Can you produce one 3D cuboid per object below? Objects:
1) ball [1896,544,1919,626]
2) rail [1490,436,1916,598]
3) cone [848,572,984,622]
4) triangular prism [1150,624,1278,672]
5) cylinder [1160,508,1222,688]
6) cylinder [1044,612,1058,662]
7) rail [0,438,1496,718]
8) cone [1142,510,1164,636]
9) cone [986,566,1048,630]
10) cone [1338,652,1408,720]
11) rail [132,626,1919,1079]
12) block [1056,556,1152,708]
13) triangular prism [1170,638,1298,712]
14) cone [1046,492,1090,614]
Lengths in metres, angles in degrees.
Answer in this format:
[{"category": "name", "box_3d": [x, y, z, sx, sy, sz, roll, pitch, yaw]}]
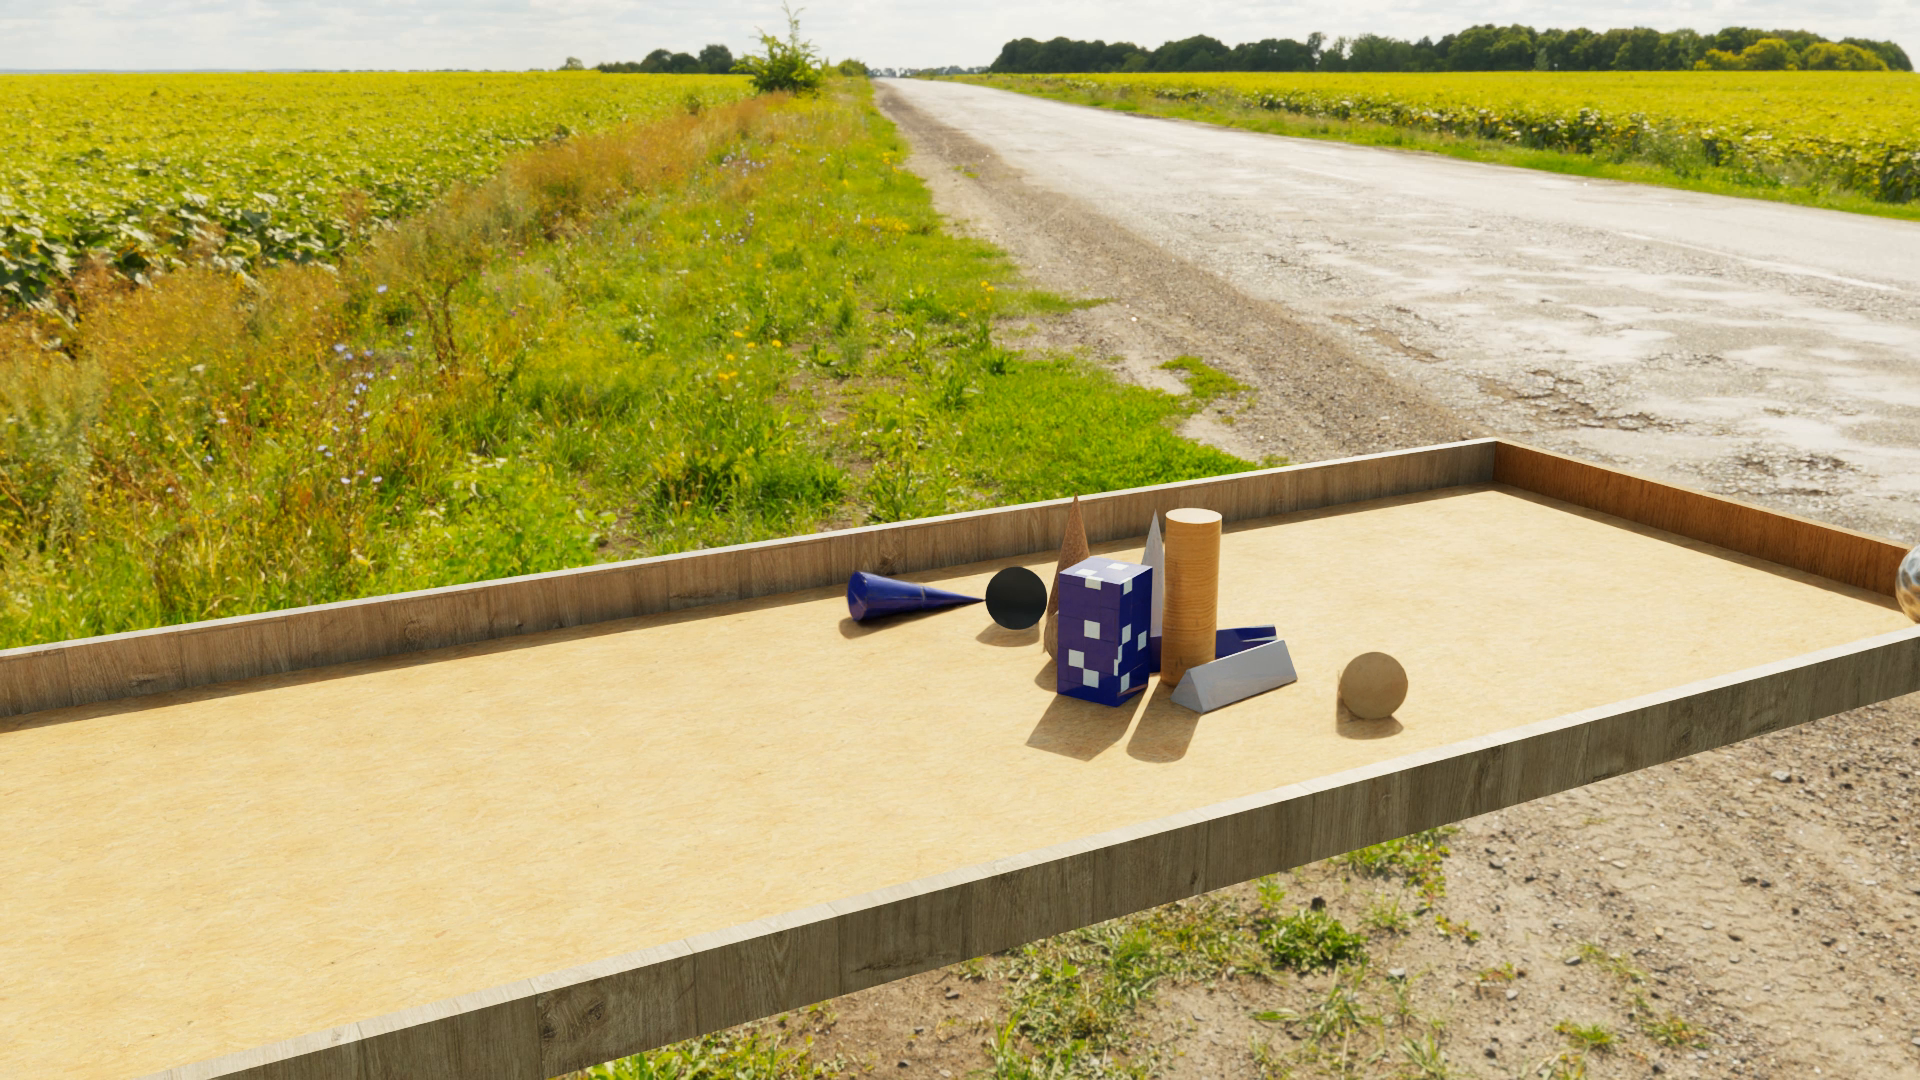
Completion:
[{"category": "ball", "box_3d": [2.682, 0.123, 4.452, 0.274, 0.274, 0.274, 0, 16, 0]}, {"category": "rail", "box_3d": [2.466, -0.048, 5.253, 0.050, 0.150, 2.100, -9, 18, -27]}, {"category": "cone", "box_3d": [-0.102, 0.166, 4.670, 0.411, 0.138, 0.138, 3, 14, -26]}, {"category": "triangular prism", "box_3d": [0.618, 0.275, 4.271, 0.426, 0.080, 0.092, -5, 17, -15]}, {"category": "cylinder", "box_3d": [0.572, 0.147, 4.093, 0.136, 0.430, 0.136, 0, 16, 0]}, {"category": "cylinder", "box_3d": [0.344, 0.211, 4.352, 0.160, 0.160, 0.328, 6, 17, 19]}, {"category": "rail", "box_3d": [-3.305, 0.497, 3.399, 12.000, 0.150, 0.050, -9, 18, -27]}, {"category": "cone", "box_3d": [0.510, 0.098, 4.350, 0.164, 0.379, 0.164, 0, 16, 0]}, {"category": "cone", "box_3d": [0.192, 0.153, 4.683, 0.174, 0.174, 0.354, 4, 3, 12]}, {"category": "cone", "box_3d": [0.976, 0.336, 4.071, 0.161, 0.161, 0.335, 0, 3, -1]}, {"category": "rail", "box_3d": [-2.336, 1.006, 1.665, 12.000, 0.150, 0.050, -9, 18, -27]}, {"category": "block", "box_3d": [0.355, 0.222, 4.046, 0.167, 0.312, 0.167, 11, 19, 32]}, {"category": "triangular prism", "box_3d": [0.681, 0.325, 4.071, 0.344, 0.095, 0.110, -13, 21, -37]}, {"category": "cone", "box_3d": [0.323, 0.028, 4.632, 0.153, 0.355, 0.153, 0, 16, 0]}]
